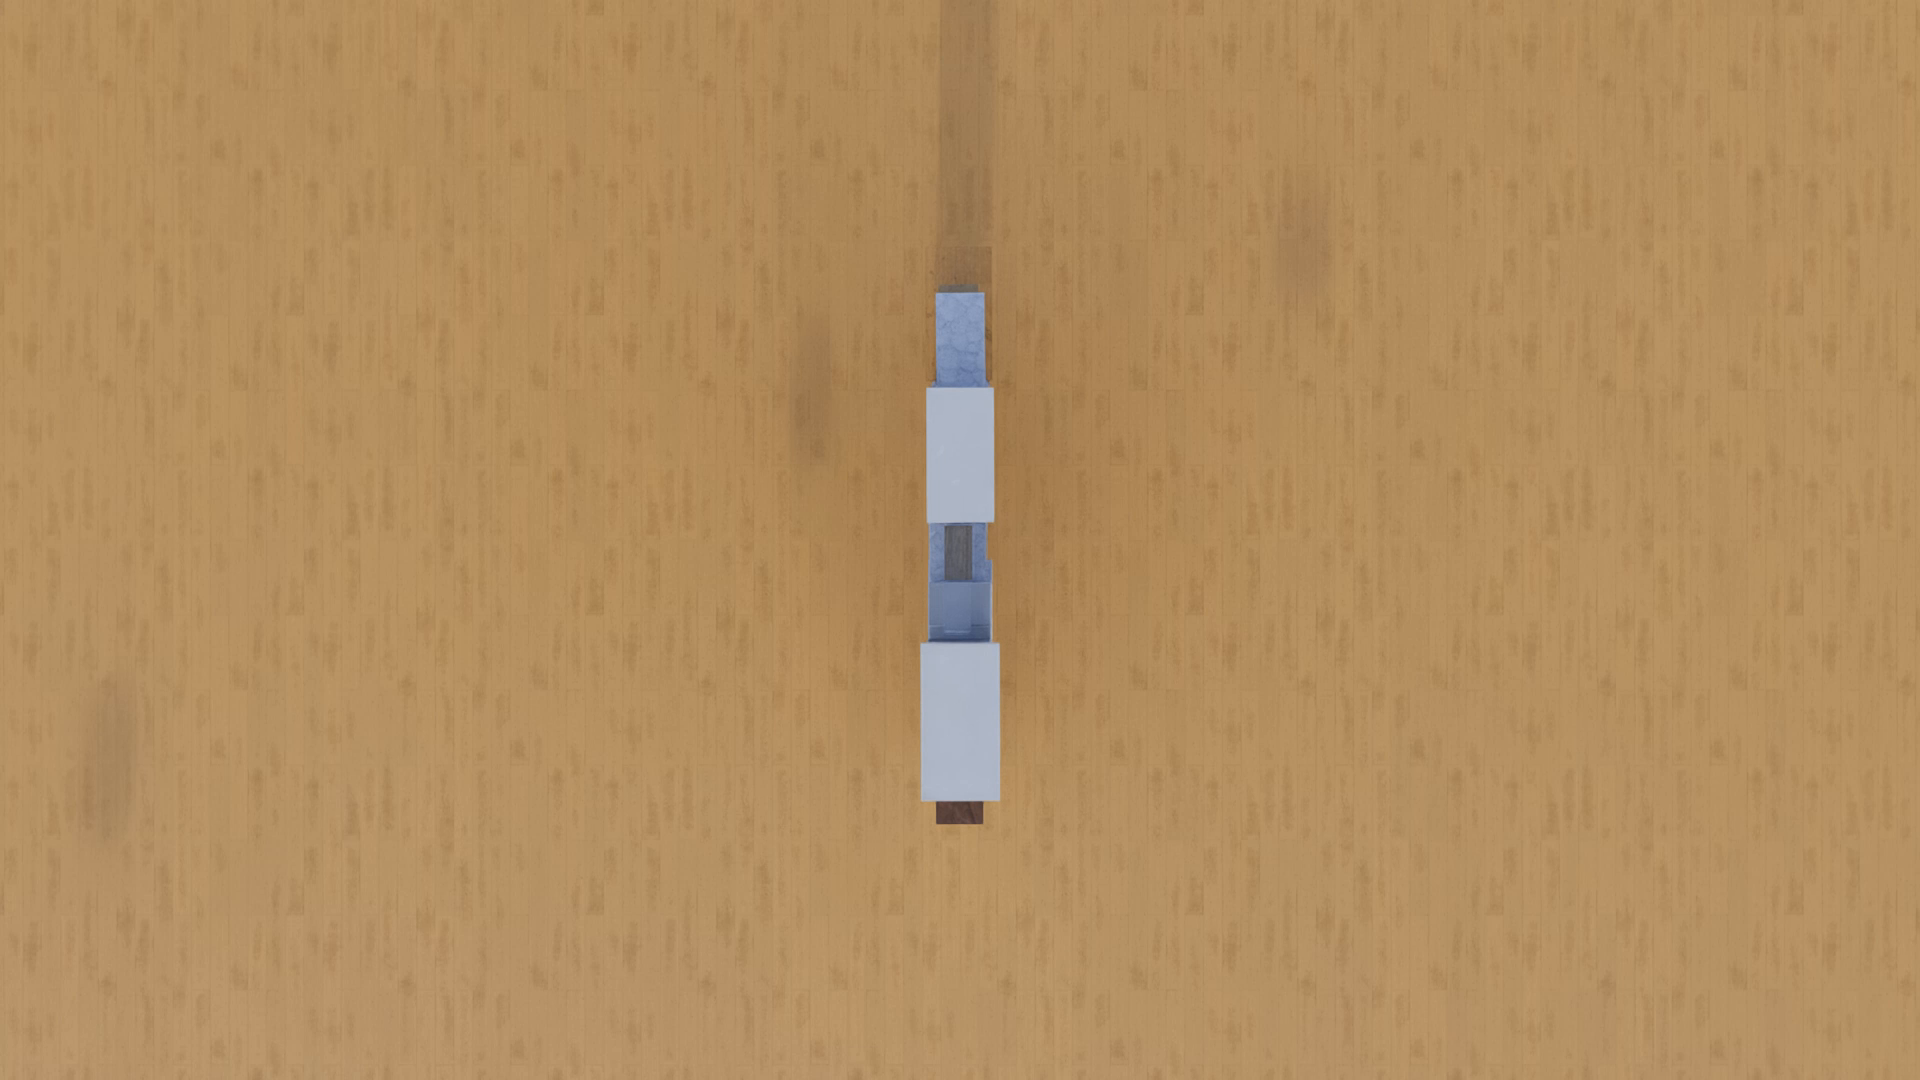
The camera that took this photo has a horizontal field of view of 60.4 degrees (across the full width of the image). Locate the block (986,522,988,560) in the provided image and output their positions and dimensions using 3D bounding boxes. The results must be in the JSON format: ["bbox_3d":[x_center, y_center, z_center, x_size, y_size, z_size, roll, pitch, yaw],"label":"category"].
[{"bbox_3d":[-0.004,0.072,4.785,0.167,0.047,0.335,0,90,0],"label":"block"}]

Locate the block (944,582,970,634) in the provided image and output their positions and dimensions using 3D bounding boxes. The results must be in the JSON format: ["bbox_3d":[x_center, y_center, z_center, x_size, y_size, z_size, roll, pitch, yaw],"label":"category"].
[{"bbox_3d":[-0.007,0.161,3.897,0.062,0.018,0.124,0,90,0],"label":"block"}]

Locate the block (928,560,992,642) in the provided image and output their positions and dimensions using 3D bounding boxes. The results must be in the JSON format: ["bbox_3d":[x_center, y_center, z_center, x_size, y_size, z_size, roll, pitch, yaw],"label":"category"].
[{"bbox_3d":[0.001,0.223,4.398,0.170,0.048,0.339,0,90,0],"label":"block"}]

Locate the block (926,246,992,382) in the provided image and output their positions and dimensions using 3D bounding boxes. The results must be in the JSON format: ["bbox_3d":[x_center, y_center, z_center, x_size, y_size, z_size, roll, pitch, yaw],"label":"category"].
[{"bbox_3d":[-0.003,-0.600,4.391,0.176,0.050,0.353,0,90,0],"label":"block"}]

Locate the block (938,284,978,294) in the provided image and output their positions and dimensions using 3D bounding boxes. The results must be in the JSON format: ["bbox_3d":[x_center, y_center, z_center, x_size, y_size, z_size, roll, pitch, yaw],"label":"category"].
[{"bbox_3d":[-0.003,-0.541,4.151,0.100,0.028,0.201,0,90,0],"label":"block"}]

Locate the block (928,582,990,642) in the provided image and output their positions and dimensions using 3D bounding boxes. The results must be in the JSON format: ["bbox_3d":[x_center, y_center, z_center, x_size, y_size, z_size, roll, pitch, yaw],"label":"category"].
[{"bbox_3d":[-0.002,0.256,4.051,0.151,0.043,0.301,0,90,0],"label":"block"}]

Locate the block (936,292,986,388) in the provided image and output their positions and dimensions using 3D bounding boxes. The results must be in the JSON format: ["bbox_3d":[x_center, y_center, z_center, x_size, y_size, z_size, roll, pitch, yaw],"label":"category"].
[{"bbox_3d":[0.001,-0.465,3.889,0.115,0.033,0.230,-1,90,0],"label":"block"}]

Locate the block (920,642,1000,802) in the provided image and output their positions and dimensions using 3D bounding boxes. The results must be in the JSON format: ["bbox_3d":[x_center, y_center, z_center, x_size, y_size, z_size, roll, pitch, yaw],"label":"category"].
[{"bbox_3d":[0.001,0.401,3.658,0.174,0.049,0.347,0,90,0],"label":"block"}]

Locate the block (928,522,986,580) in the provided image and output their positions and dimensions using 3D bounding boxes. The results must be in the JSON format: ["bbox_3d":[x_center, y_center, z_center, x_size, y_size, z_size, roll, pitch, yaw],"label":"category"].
[{"bbox_3d":[-0.007,-0.039,4.077,0.139,0.039,0.277,0,90,0],"label":"block"}]

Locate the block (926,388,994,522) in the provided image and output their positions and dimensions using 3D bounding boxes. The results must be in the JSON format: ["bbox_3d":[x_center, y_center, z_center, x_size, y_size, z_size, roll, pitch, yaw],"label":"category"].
[{"bbox_3d":[0.001,-0.192,3.732,0.152,0.043,0.303,0,90,0],"label":"block"}]

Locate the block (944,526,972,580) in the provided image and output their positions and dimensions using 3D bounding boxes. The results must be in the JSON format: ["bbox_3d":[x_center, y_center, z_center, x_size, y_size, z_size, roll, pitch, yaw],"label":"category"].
[{"bbox_3d":[-0.004,0.030,3.919,0.065,0.018,0.130,0,90,0],"label":"block"}]

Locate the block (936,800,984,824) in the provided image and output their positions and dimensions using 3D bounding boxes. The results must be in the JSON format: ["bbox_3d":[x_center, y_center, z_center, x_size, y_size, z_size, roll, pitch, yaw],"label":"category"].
[{"bbox_3d":[-0.001,0.648,4.527,0.130,0.037,0.259,0,90,0],"label":"block"}]

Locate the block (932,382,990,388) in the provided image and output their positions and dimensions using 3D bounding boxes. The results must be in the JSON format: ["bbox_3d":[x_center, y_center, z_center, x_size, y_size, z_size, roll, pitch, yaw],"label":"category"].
[{"bbox_3d":[0.001,-0.567,4.792,0.166,0.047,0.331,-1,90,0],"label":"block"}]
